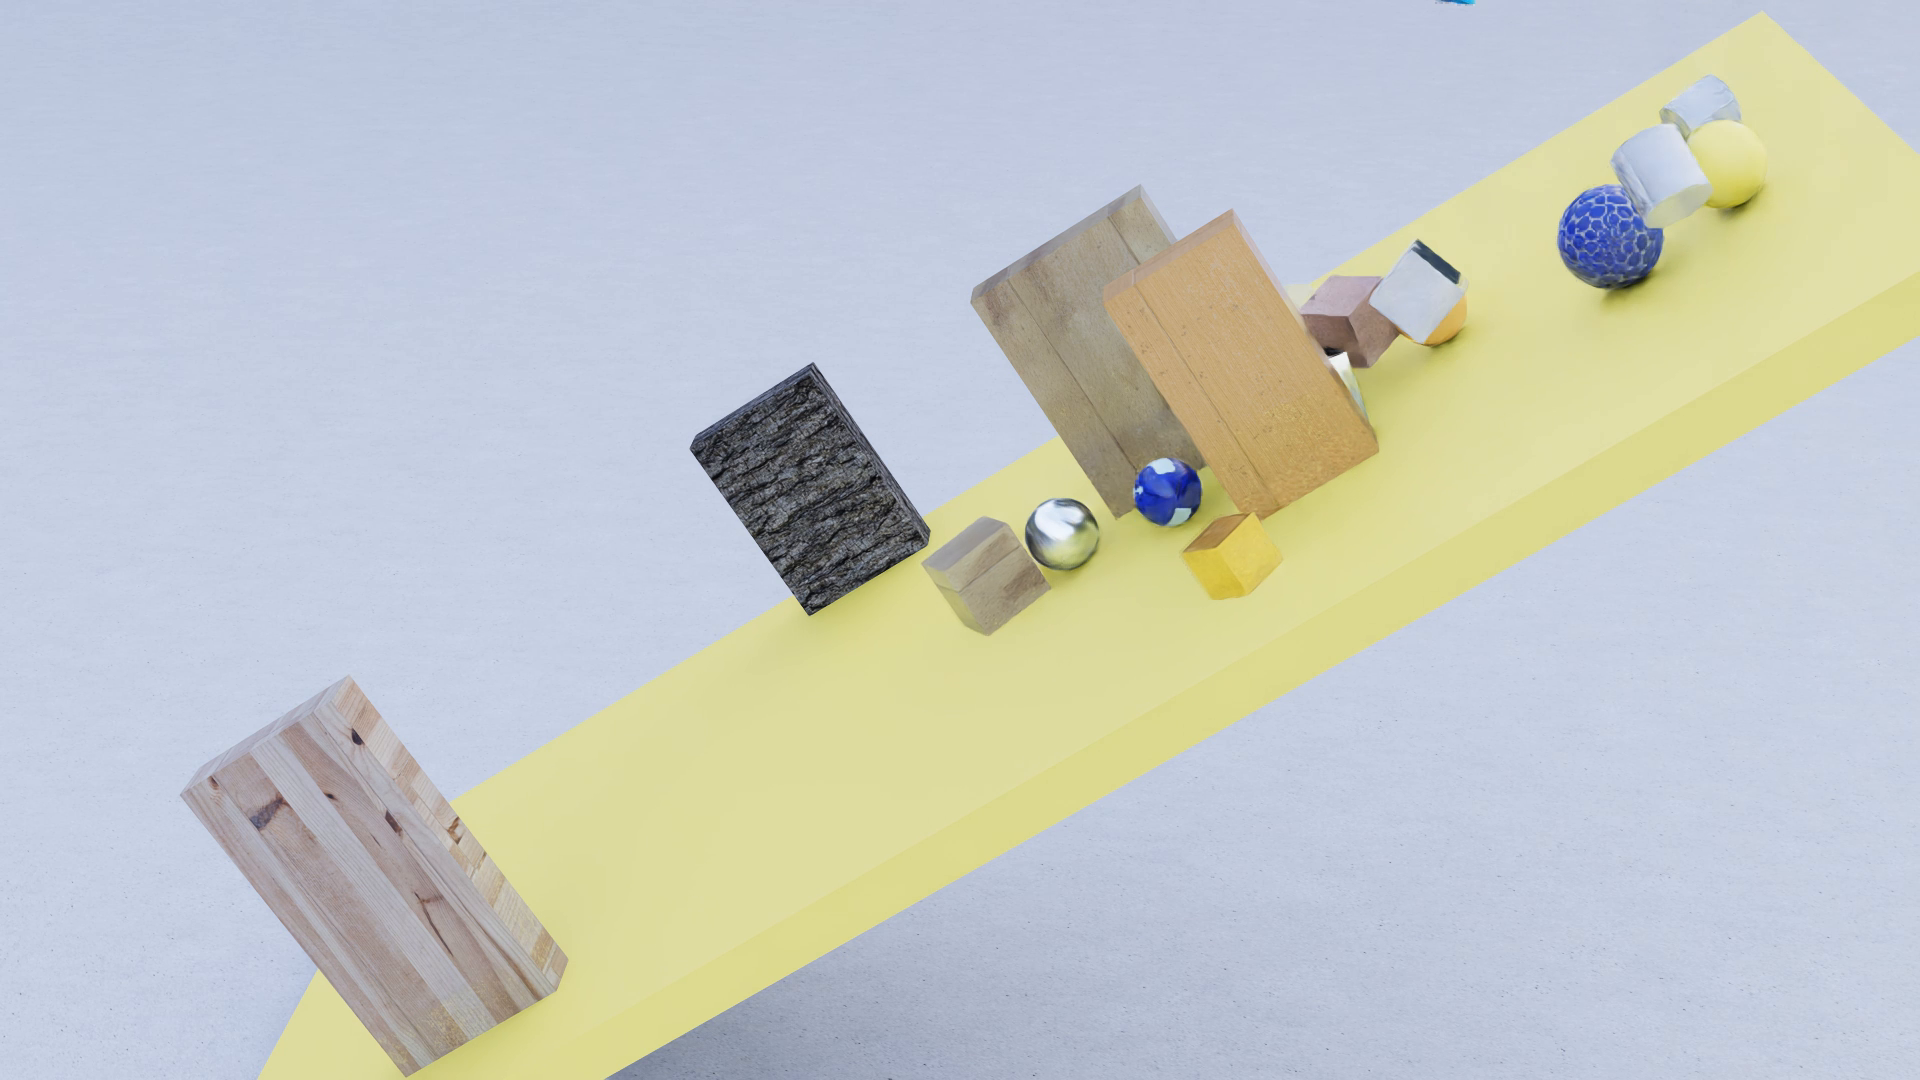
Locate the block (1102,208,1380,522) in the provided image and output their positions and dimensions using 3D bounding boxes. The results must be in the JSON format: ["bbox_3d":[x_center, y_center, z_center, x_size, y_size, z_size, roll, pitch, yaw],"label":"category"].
[{"bbox_3d":[0.549,-0.334,5.738,0.296,0.540,0.123,-31,15,14],"label":"block"}]

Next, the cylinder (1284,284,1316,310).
[{"bbox_3d":[0.712,-0.417,6.232,0.178,0.178,0.178,-17,43,16],"label":"cylinder"}]

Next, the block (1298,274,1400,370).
[{"bbox_3d":[0.806,-0.451,6.080,0.134,0.134,0.134,8,46,45],"label":"block"}]

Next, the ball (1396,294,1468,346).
[{"bbox_3d":[0.963,-0.475,6.030,0.155,0.155,0.155,0,20,0],"label":"ball"}]

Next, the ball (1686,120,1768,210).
[{"bbox_3d":[1.474,-0.726,5.689,0.171,0.171,0.171,0,20,0],"label":"ball"}]

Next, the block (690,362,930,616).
[{"bbox_3d":[-0.357,-0.120,7.071,0.347,0.507,0.104,-31,15,14],"label":"block"}]

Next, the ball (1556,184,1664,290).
[{"bbox_3d":[1.252,-0.583,5.663,0.202,0.202,0.202,0,20,0],"label":"ball"}]

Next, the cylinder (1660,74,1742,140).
[{"bbox_3d":[1.545,-0.887,6.134,0.118,0.118,0.118,-37,28,-6],"label":"cylinder"}]

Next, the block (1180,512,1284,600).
[{"bbox_3d":[0.511,0.031,5.523,0.113,0.113,0.113,-43,17,-29],"label":"block"}]

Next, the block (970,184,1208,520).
[{"bbox_3d":[0.359,-0.398,6.273,0.424,0.574,0.118,-31,15,14],"label":"block"}]

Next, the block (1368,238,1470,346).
[{"bbox_3d":[0.871,-0.471,5.577,0.129,0.129,0.129,39,20,1],"label":"block"}]

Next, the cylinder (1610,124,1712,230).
[{"bbox_3d":[1.292,-0.670,5.420,0.138,0.138,0.138,-12,65,-29],"label":"cylinder"}]

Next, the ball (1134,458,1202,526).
[{"bbox_3d":[0.427,-0.098,6.042,0.142,0.142,0.142,0,20,0],"label":"ball"}]

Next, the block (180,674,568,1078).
[{"bbox_3d":[-1.164,0.677,5.881,0.382,0.743,0.130,-31,15,14],"label":"block"}]

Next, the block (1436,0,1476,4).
[{"bbox_3d":[0.937,-1.195,5.918,0.181,0.181,0.181,12,7,-28],"label":"block"}]

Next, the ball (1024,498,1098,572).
[{"bbox_3d":[0.215,-0.012,6.205,0.156,0.156,0.156,0,20,0],"label":"ball"}]

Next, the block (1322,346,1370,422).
[{"bbox_3d":[0.713,-0.289,5.918,0.147,0.147,0.147,-21,10,-4],"label":"block"}]

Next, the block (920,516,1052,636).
[{"bbox_3d":[0.054,0.075,6.246,0.171,0.171,0.171,-37,15,-10],"label":"block"}]

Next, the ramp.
[{"bbox_3d":[0.139,0.171,6.296,4.000,0.100,2.000,-31,15,14],"label":"ramp"}]
